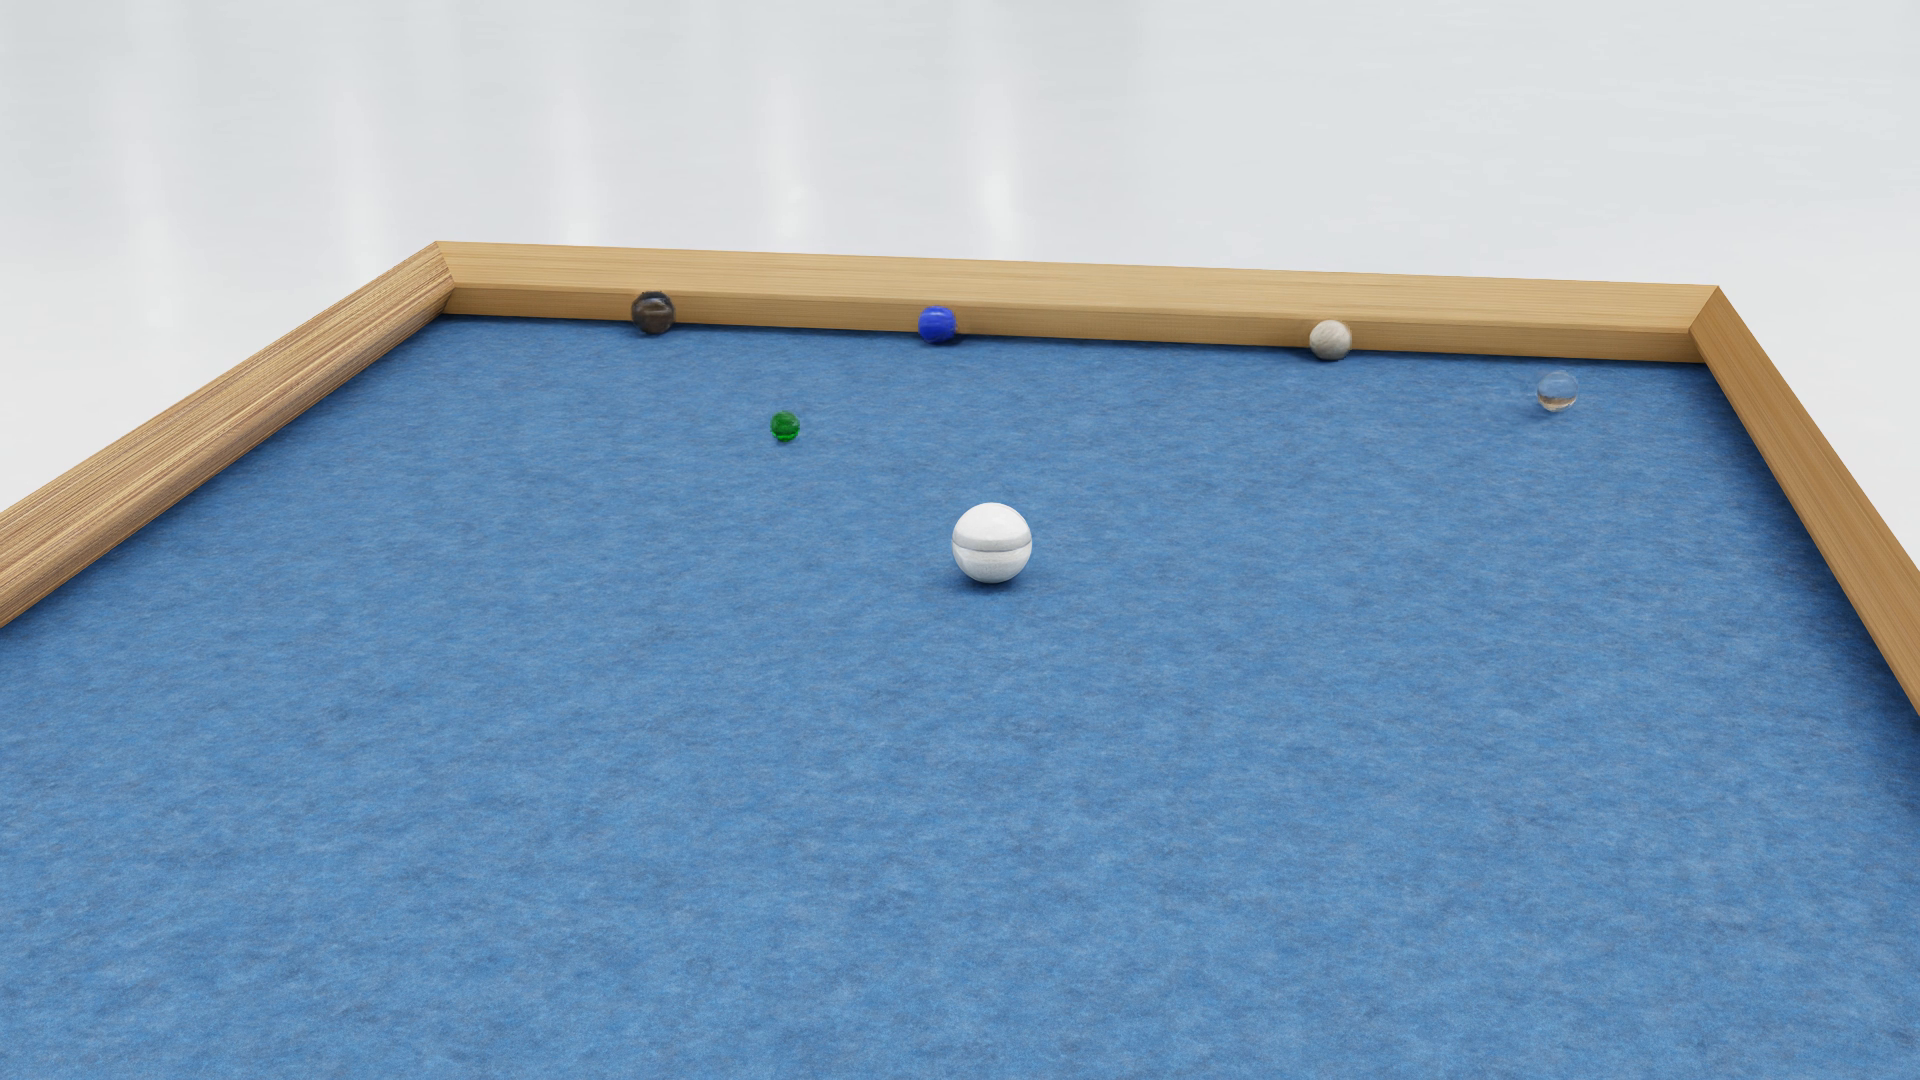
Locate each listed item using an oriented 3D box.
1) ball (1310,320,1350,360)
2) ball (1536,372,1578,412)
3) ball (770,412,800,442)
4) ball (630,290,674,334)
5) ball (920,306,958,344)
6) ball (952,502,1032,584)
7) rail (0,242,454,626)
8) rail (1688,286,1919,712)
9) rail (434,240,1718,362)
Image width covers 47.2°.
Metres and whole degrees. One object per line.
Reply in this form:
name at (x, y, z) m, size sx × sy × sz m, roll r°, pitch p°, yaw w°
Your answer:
ball at (0.570, -0.308, 3.387) m, size 0.062 × 0.062 × 0.062 m, roll 0°, pitch 21°, yaw 0°
ball at (0.853, -0.211, 3.141) m, size 0.057 × 0.057 × 0.057 m, roll 0°, pitch 21°, yaw 0°
ball at (-0.240, -0.156, 3.019) m, size 0.040 × 0.040 × 0.040 m, roll 0°, pitch 21°, yaw 0°
ball at (-0.493, -0.365, 3.524) m, size 0.070 × 0.070 × 0.070 m, roll 0°, pitch 21°, yaw 0°
ball at (-0.034, -0.340, 3.473) m, size 0.060 × 0.060 × 0.060 m, roll 0°, pitch 21°, yaw 0°
ball at (0.036, 0.004, 2.530) m, size 0.093 × 0.093 × 0.093 m, roll 0°, pitch 21°, yaw 0°
rail at (-1.129, 0.276, 1.776) m, size 0.045 × 0.121 × 4.014 m, roll 3°, pitch 21°, yaw 8°
rail at (0.839, 0.379, 1.507) m, size 0.045 × 0.121 × 4.014 m, roll 3°, pitch 21°, yaw 8°
rail at (0.142, -0.374, 3.474) m, size 2.036 × 0.121 × 0.045 m, roll 3°, pitch 21°, yaw 8°
